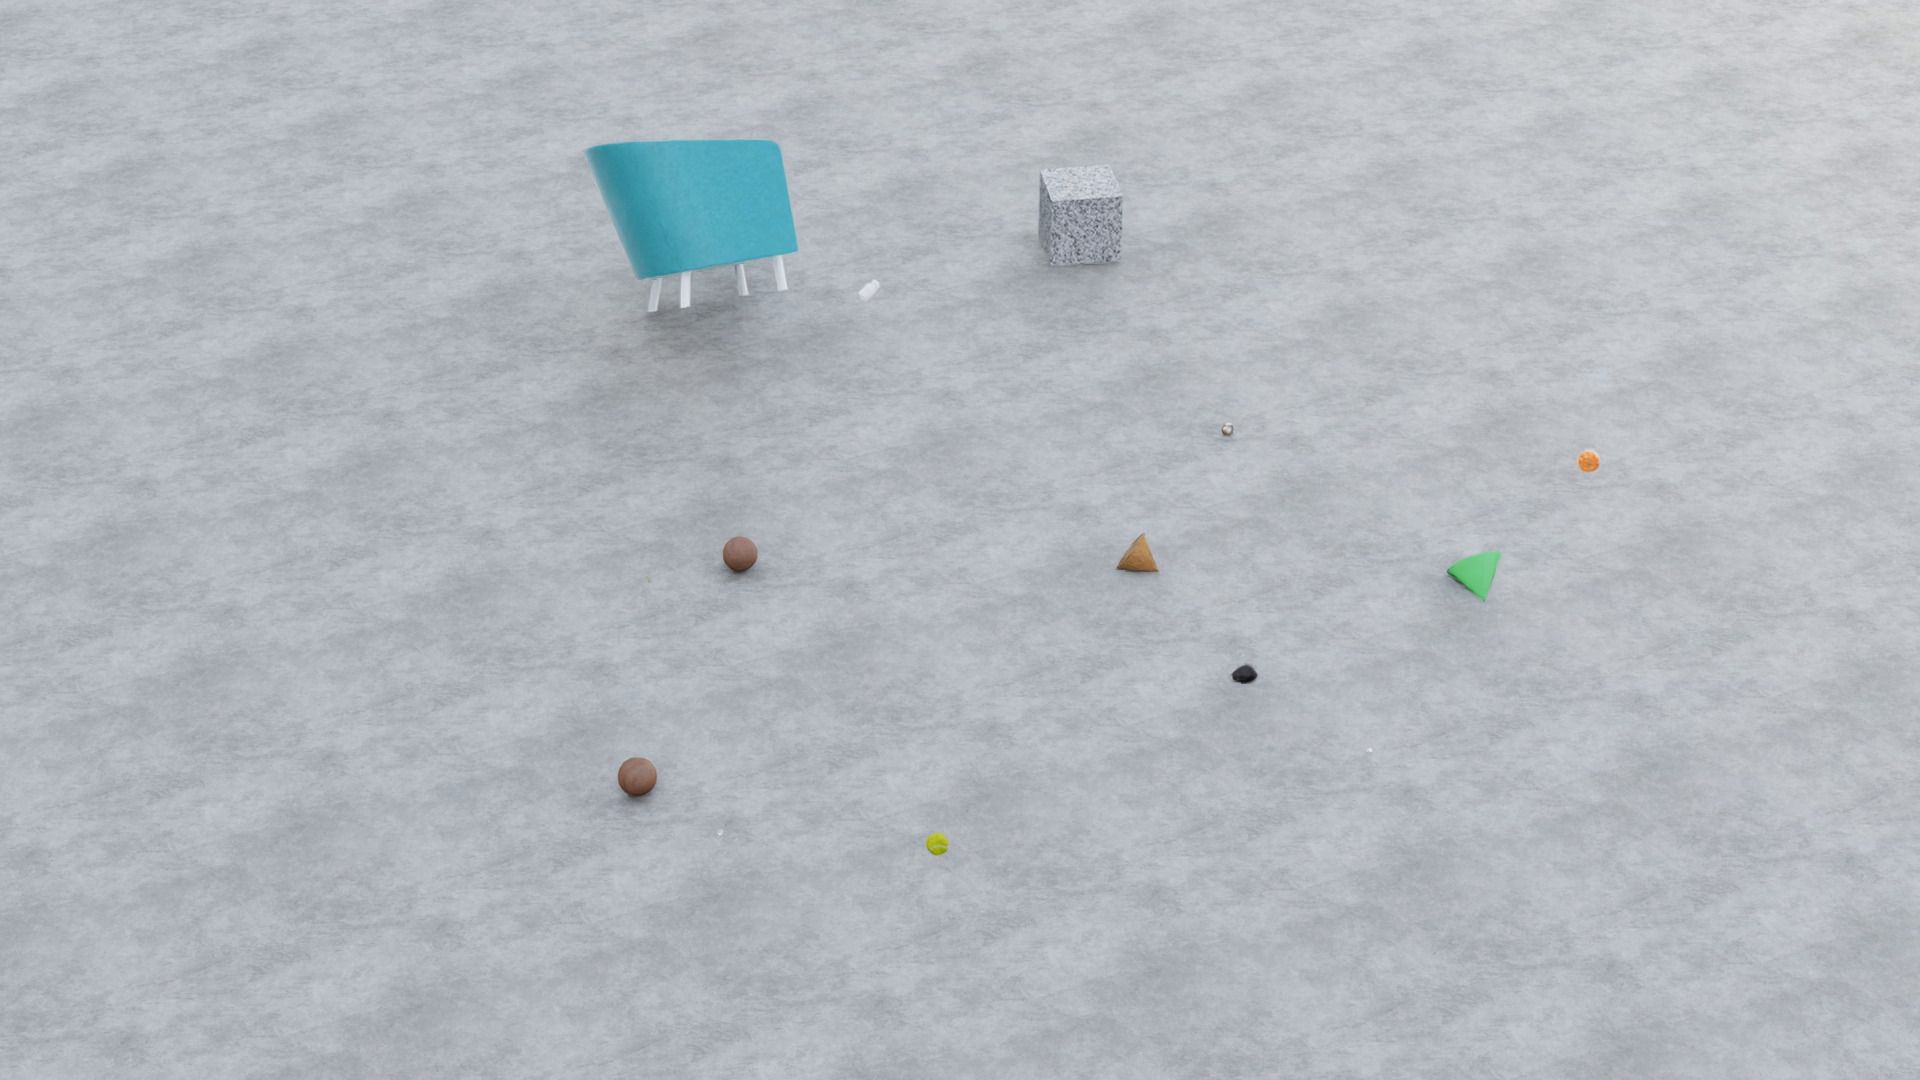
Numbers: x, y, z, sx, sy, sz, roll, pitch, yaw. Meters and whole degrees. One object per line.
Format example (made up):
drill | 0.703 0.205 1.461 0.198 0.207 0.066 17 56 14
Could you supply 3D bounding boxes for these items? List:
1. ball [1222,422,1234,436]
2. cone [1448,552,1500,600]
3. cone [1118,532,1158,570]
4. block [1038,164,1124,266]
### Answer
ball | 1.056 -0.437 11.561 0.052 0.052 0.052 0 33 0
cone | 1.888 0.153 10.658 0.205 0.094 0.173 -21 52 17
cone | 0.677 0.075 10.767 0.130 0.163 0.149 37 13 -3
block | 0.526 -1.420 12.814 0.311 0.314 0.310 -5 34 -7
